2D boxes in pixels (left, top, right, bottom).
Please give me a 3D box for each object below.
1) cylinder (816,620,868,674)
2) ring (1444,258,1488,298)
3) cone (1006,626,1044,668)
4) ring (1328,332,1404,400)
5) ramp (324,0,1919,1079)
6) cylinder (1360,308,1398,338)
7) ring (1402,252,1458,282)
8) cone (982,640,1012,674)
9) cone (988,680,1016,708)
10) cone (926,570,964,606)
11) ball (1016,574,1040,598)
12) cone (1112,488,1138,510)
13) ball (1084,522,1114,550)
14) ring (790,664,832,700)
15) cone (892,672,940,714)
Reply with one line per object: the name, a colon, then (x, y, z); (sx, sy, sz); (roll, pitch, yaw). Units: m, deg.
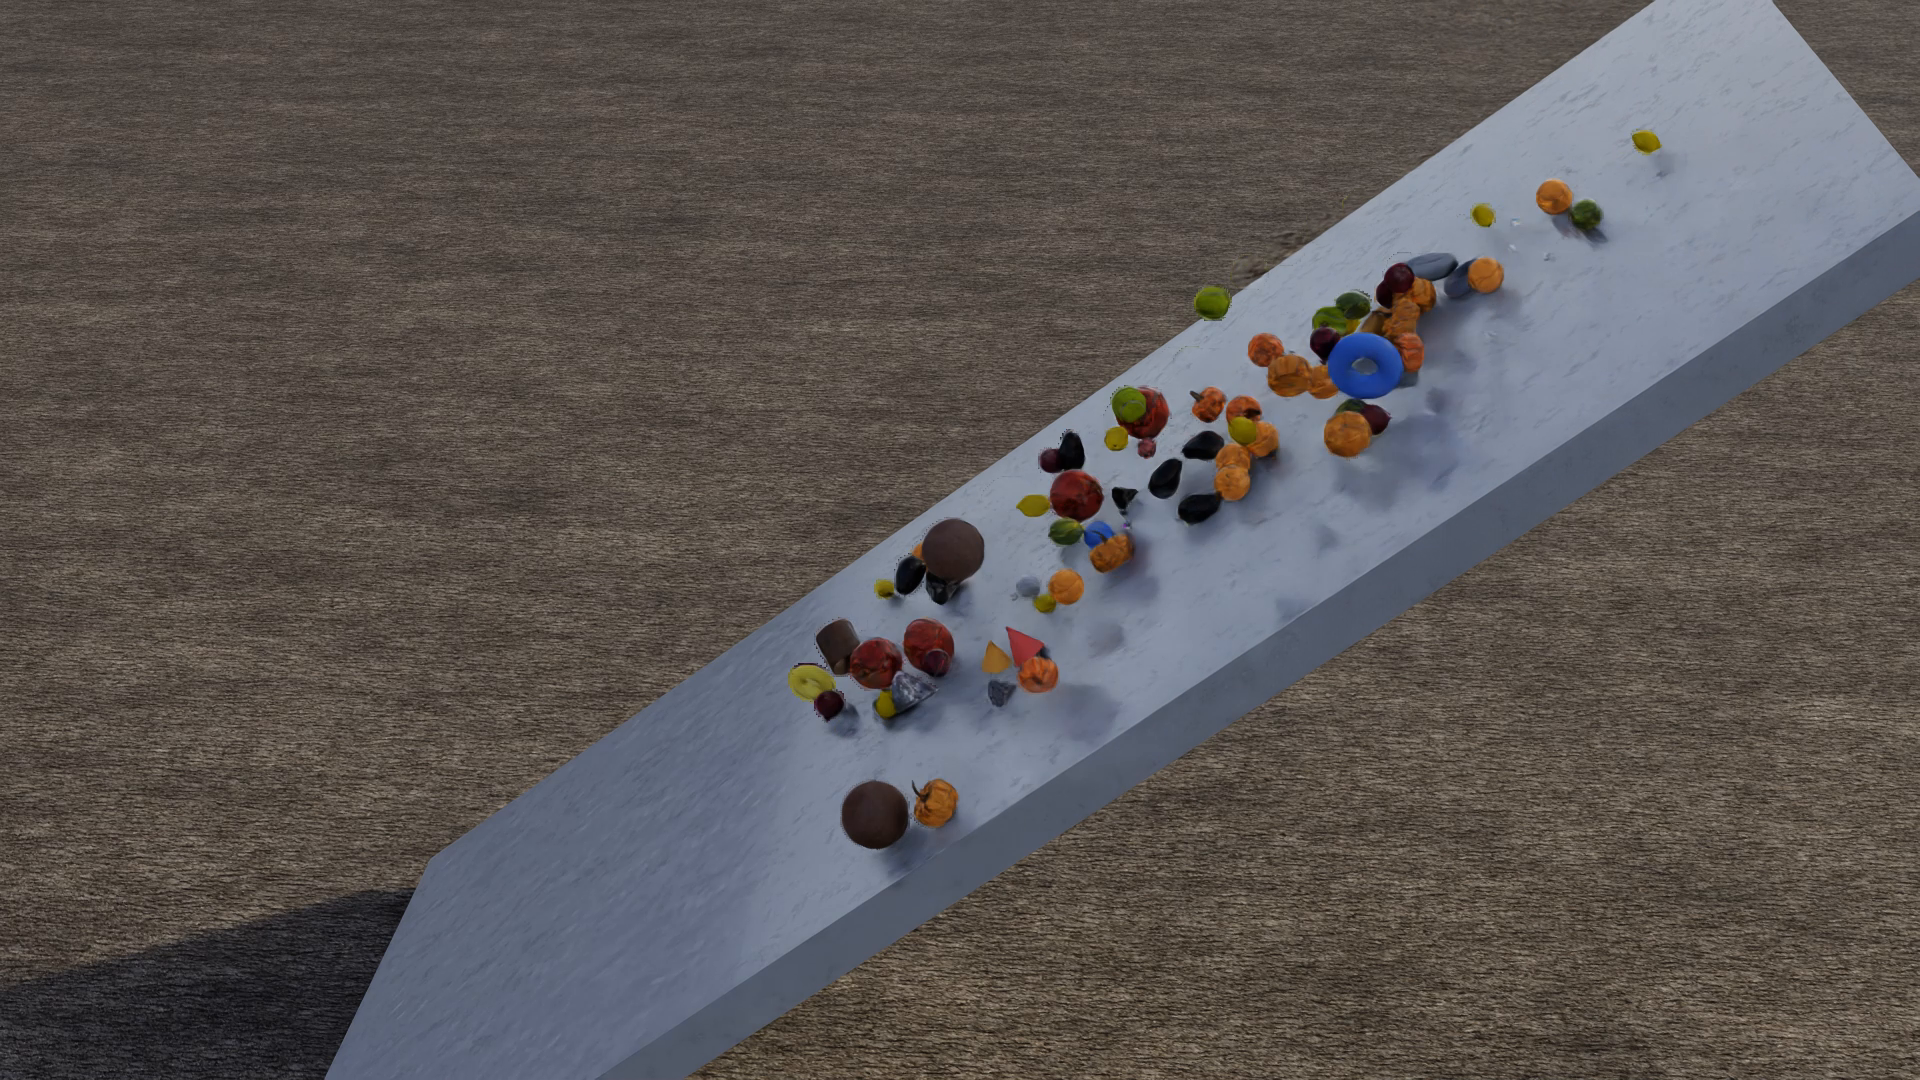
cylinder: (-0.261, 0.237, 6.504); (0.088, 0.088, 0.088); (-15, 60, -31)
ring: (1.029, -0.532, 5.984); (0.103, 0.034, 0.103); (-37, 16, 12)
cone: (0.117, 0.203, 5.935); (0.077, 0.077, 0.077); (-39, 6, 5)
ring: (0.780, -0.335, 5.664); (0.145, 0.145, 0.048); (5, 38, 12)
ramp: (0.126, 0.181, 6.328); (4.000, 0.100, 2.000); (-35, 16, 17)
cylinder: (0.861, -0.439, 6.044); (0.055, 0.055, 0.055); (20, 45, -22)
ring: (0.968, -0.561, 6.061); (0.115, 0.038, 0.115); (-14, 18, 5)
cone: (0.067, 0.227, 5.970); (0.063, 0.063, 0.063); (-11, 35, 8)
cone: (0.093, 0.298, 5.846); (0.055, 0.055, 0.055); (-18, 29, -34)
cone: (-0.020, 0.095, 6.636); (0.083, 0.083, 0.083); (-21, 31, -33)
ball: (0.146, 0.098, 6.232); (0.051, 0.051, 0.051); (0, 23, 0)
cone: (0.362, -0.098, 6.314); (0.053, 0.053, 0.053); (-23, 30, -20)
ball: (0.291, -0.009, 6.173); (0.062, 0.062, 0.062); (0, 23, 0)
ring: (-0.332, 0.319, 6.584); (0.100, 0.100, 0.033); (7, 44, 16)
cone: (-0.084, 0.317, 6.169); (0.090, 0.090, 0.090); (-8, 19, 21)
